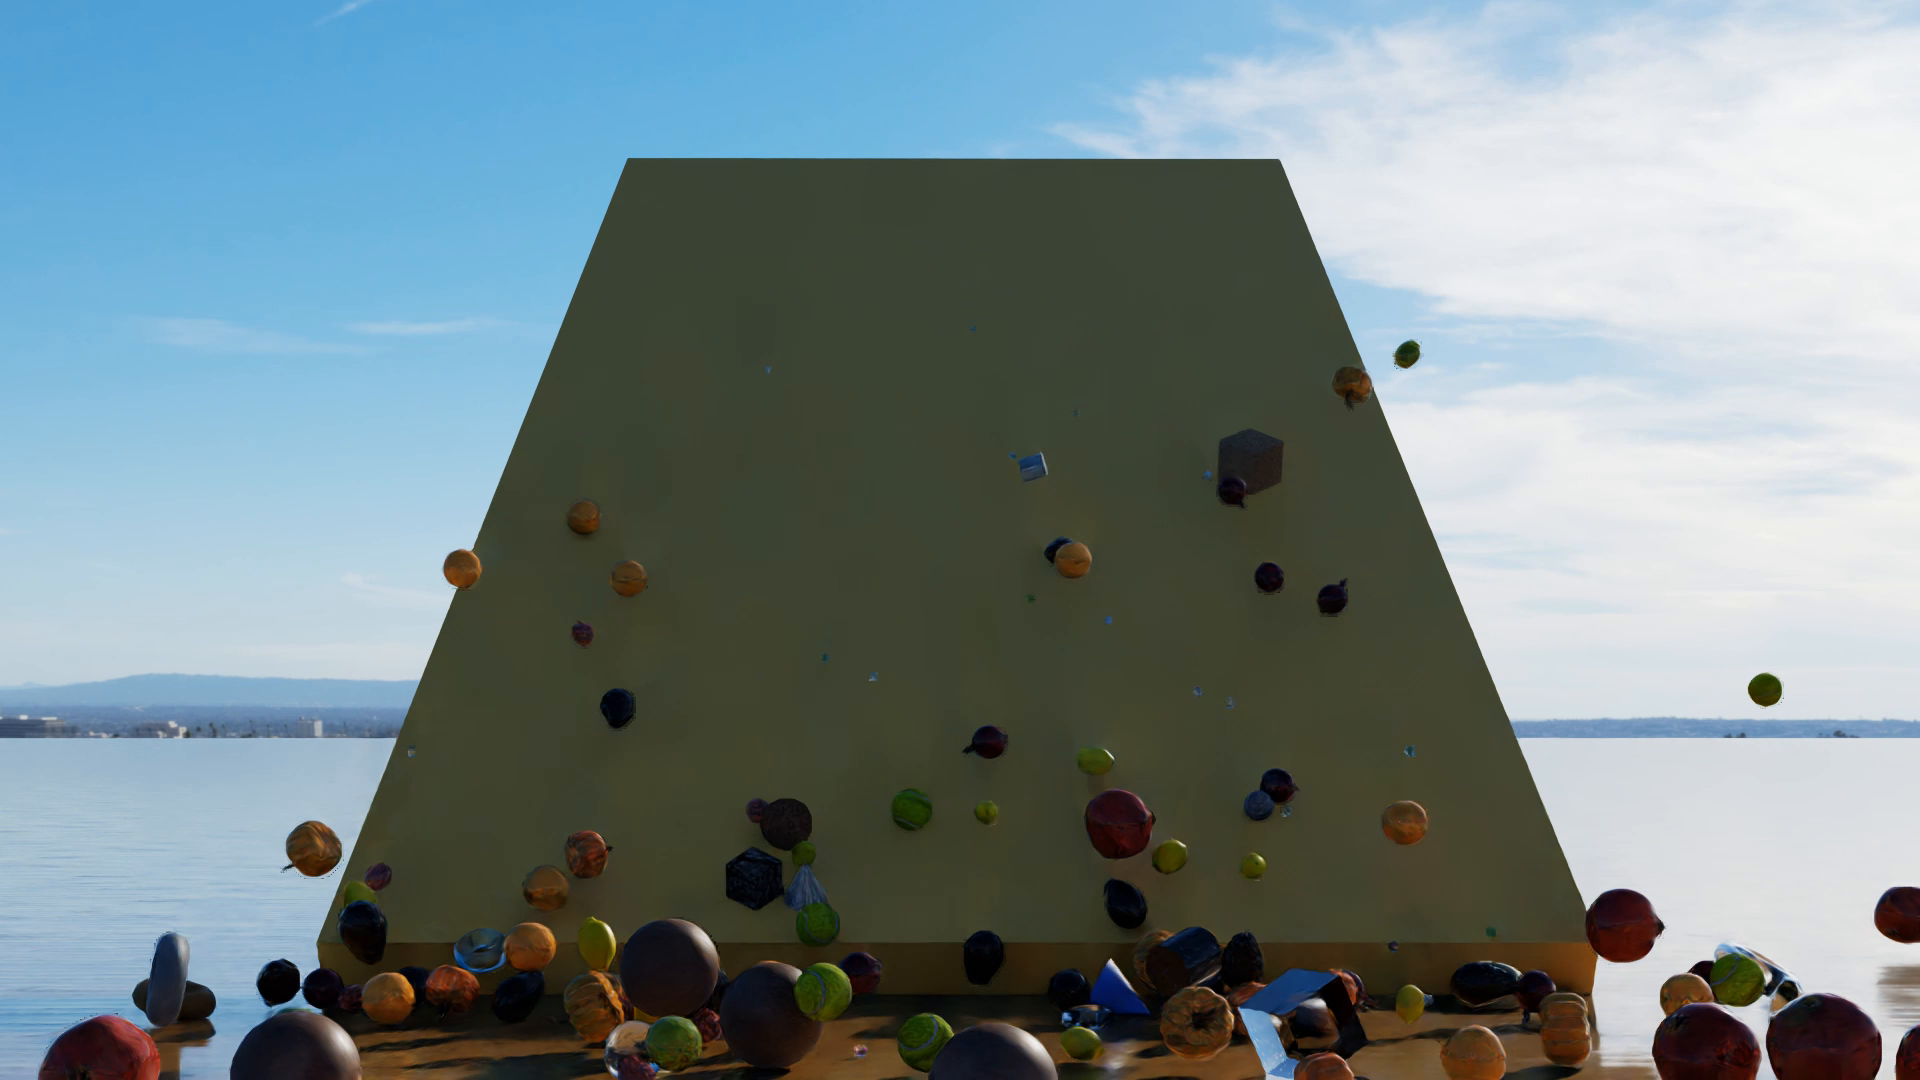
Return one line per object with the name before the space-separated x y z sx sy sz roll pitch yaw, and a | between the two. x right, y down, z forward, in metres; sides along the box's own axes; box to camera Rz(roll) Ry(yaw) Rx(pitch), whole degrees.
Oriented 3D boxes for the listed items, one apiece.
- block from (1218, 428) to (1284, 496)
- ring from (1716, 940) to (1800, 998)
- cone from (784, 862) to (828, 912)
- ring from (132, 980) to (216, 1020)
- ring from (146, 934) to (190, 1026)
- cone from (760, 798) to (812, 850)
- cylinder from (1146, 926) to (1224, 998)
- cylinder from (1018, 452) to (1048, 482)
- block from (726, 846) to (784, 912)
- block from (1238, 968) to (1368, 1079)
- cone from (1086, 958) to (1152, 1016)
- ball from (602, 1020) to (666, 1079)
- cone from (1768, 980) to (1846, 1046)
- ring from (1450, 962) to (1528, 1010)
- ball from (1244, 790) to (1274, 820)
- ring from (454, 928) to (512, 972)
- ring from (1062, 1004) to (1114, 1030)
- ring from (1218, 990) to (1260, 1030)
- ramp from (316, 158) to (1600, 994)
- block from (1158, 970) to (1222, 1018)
block | 0.634 -0.171 5.168 0.099 0.099 0.099 -22 34 -37
ring | 1.235 0.668 3.666 0.139 0.046 0.139 29 5 -3
cone | -0.247 0.542 3.776 0.072 0.072 0.072 0 27 0
ring | -1.136 0.664 3.422 0.117 0.039 0.117 13 0 0
ring | -1.104 0.613 3.299 0.043 0.129 0.129 10 -8 -21
cone | -0.287 0.469 3.954 0.086 0.086 0.086 0 0 -1
cylinder | 0.290 0.546 3.066 0.072 0.072 0.072 -5 11 45
cylinder | 0.157 -0.156 5.089 0.051 0.051 0.051 -22 -9 12
block | -0.329 0.542 3.784 0.064 0.064 0.064 20 33 33
block | 0.411 0.581 2.838 0.093 0.093 0.093 -29 10 -28
cone | 0.241 0.675 3.469 0.090 0.090 0.090 26 1 12
ball | -0.384 0.603 2.789 0.074 0.074 0.074 0 -5 0
cone | 1.058 0.594 2.927 0.082 0.082 0.082 13 -6 -4
ring | 0.796 0.672 3.563 0.114 0.038 0.114 -3 18 1
ball | 0.504 0.448 3.991 0.050 0.050 0.050 0 -5 0
ring | -0.735 0.632 3.642 0.088 0.029 0.088 2 30 -1
ring | 0.179 0.669 3.319 0.076 0.025 0.076 -3 -2 0
ring | 0.429 0.662 3.330 0.132 0.044 0.132 -1 -3 0
ramp | -0.010 -0.227 5.496 2.000 0.100 4.000 0 27 0
block | 0.326 0.624 3.356 0.077 0.077 0.077 4 -38 -4
